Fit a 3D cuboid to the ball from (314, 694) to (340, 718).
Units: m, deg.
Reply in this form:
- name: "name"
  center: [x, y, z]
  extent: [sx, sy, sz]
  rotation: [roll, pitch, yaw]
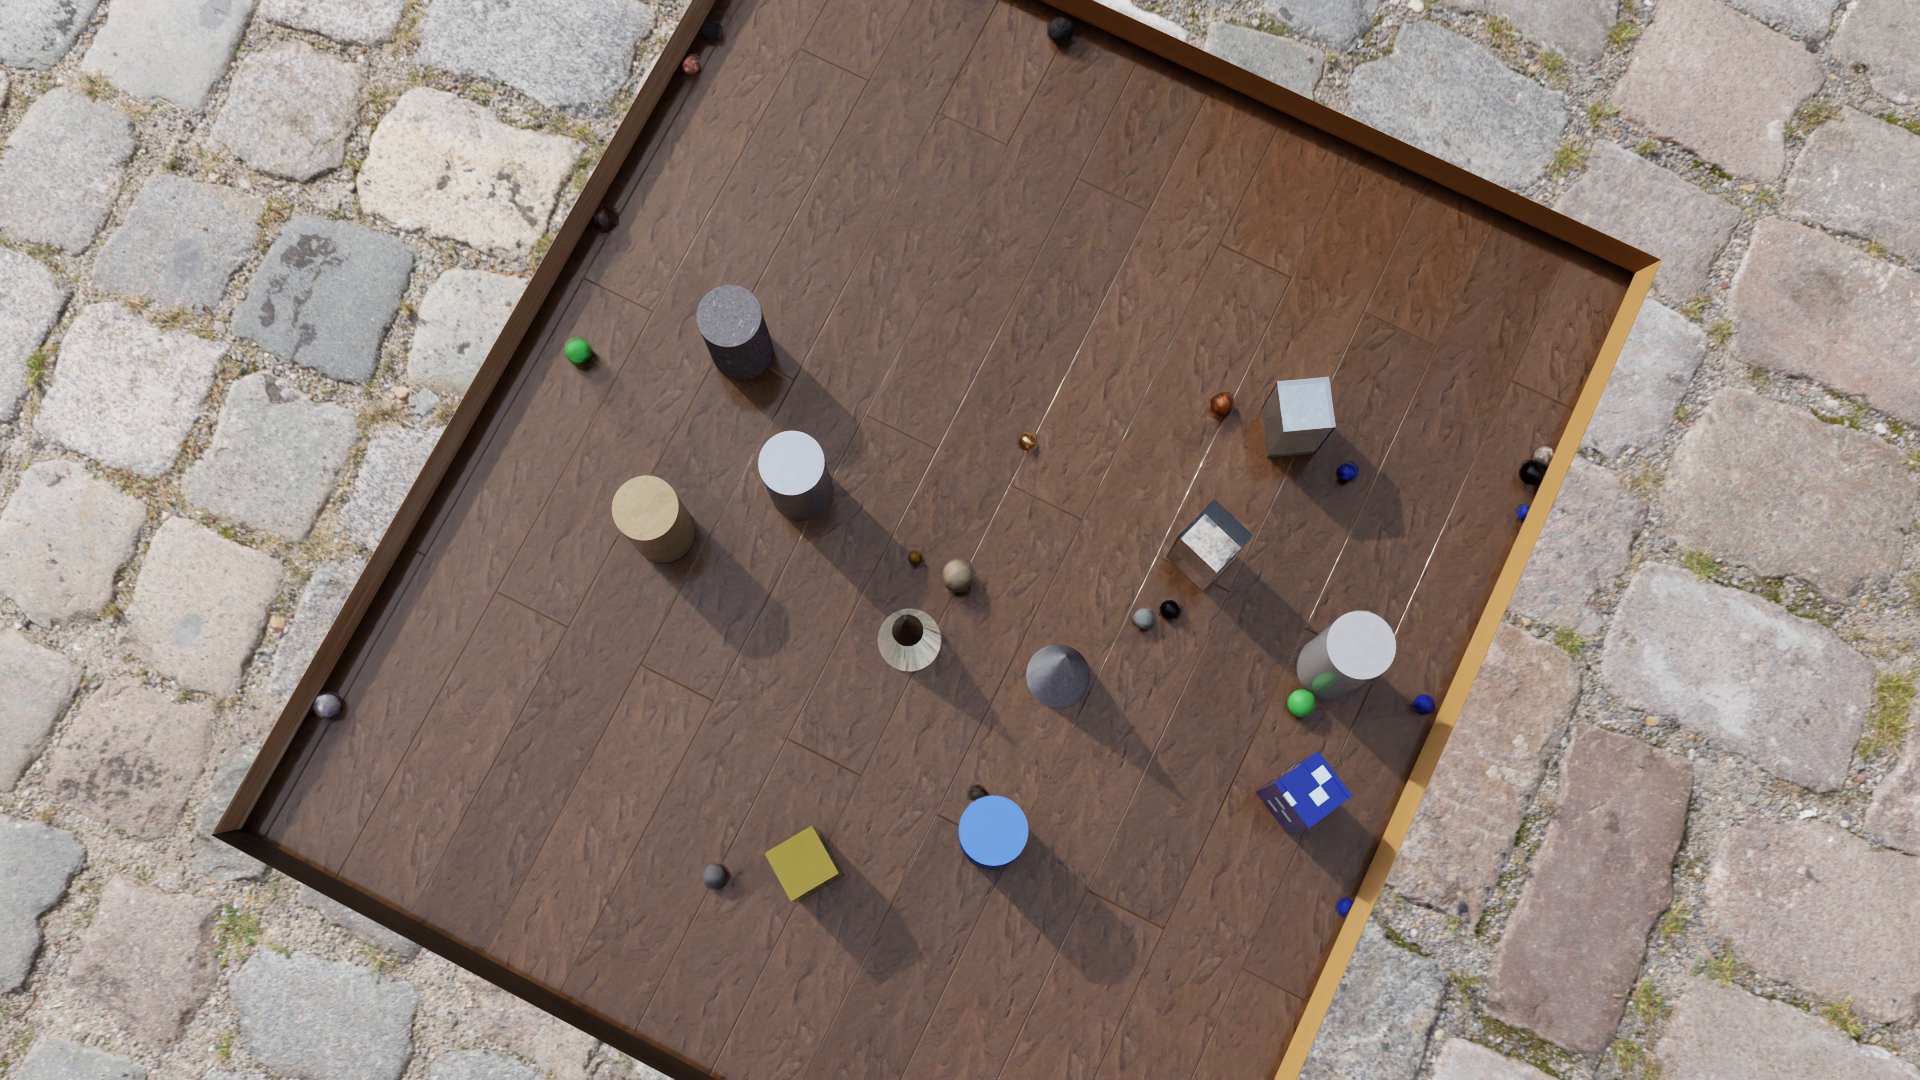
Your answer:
- name: "ball"
  center: [-1.892, 0.496, 5.475]
  extent: [0.077, 0.077, 0.077]
  rotation: [0, 78, 0]

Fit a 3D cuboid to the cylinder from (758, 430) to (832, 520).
- name: "cylinder"
  center: [-0.489, -0.189, 5.479]
  extent: [0.193, 0.345, 0.193]
  rotation: [0, 78, 0]

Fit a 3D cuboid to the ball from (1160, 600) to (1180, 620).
- name: "ball"
  center: [0.635, 0.211, 5.542]
  extent: [0.060, 0.060, 0.060]
  rotation: [0, 78, 0]

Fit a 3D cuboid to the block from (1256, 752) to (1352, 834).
- name: "block"
  center: [0.987, 0.732, 5.287]
  extent: [0.154, 0.349, 0.154]
  rotation: [-35, 81, -7]

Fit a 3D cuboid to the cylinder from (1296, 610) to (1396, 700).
- name: "cylinder"
  center: [1.113, 0.338, 5.308]
  extent: [0.193, 0.467, 0.193]
  rotation: [0, 78, 0]

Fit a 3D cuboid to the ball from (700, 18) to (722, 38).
- name: "ball"
  center: [-0.804, -1.655, 5.925]
  extent: [0.067, 0.067, 0.067]
  rotation: [0, 78, 0]

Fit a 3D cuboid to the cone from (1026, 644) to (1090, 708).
- name: "cone"
  center: [0.296, 0.365, 5.316]
  extent: [0.193, 0.440, 0.193]
  rotation: [0, 78, 0]

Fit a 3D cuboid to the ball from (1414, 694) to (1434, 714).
- name: "ball"
  center: [1.387, 0.492, 5.484]
  extent: [0.059, 0.059, 0.059]
  rotation: [0, 78, 0]

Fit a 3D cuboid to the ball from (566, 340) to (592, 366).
- name: "ball"
  center: [-1.185, -0.584, 5.696]
  extent: [0.080, 0.080, 0.080]
  rotation: [0, 78, 0]

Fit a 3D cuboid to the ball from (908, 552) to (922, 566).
- name: "ball"
  center: [-0.137, 0.058, 5.583]
  extent: [0.042, 0.042, 0.042]
  rotation: [0, 78, 0]

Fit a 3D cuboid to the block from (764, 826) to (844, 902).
- name: "block"
  center: [-0.445, 0.936, 5.283]
  extent: [0.154, 0.274, 0.154]
  rotation: [-30, 80, -6]

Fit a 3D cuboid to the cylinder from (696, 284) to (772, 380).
- name: "cylinder"
  center: [-0.682, -0.628, 5.575]
  extent: [0.193, 0.336, 0.193]
  rotation: [0, 78, 0]

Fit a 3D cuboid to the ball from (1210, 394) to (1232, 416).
- name: "ball"
  center: [0.808, -0.419, 5.668]
  extent: [0.070, 0.070, 0.070]
  rotation: [0, 78, 0]

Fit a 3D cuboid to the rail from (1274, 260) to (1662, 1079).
- name: "rail"
  center: [1.364, 0.675, 5.412]
  extent: [0.045, 0.125, 3.516]
  rotation: [26, 80, 5]

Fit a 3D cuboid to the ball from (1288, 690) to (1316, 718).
- name: "ball"
  center: [1.022, 0.488, 5.473]
  extent: [0.084, 0.084, 0.084]
  rotation: [0, 78, 0]

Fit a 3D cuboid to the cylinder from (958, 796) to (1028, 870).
- name: "cylinder"
  center: [0.093, 0.840, 5.246]
  extent: [0.193, 0.385, 0.193]
  rotation: [0, 78, 0]

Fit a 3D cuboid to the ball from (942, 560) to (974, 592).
- name: "ball"
  center: [-0.007, 0.109, 5.545]
  extent: [0.096, 0.096, 0.096]
  rotation: [0, 78, 0]

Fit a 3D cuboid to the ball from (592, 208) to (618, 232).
- name: "ball"
  center: [-1.122, -1.011, 5.786]
  extent: [0.077, 0.077, 0.077]
  rotation: [0, 78, 0]

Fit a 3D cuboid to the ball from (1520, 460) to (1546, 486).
- name: "ball"
  center: [1.755, -0.205, 5.620]
  extent: [0.076, 0.076, 0.076]
  rotation: [0, 78, 0]

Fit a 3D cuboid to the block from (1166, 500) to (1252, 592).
- name: "block"
  center: [0.739, 0.019, 5.455]
  extent: [0.154, 0.309, 0.154]
  rotation: [44, 82, 8]

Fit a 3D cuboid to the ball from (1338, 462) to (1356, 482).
- name: "ball"
  center: [1.188, -0.209, 5.631]
  extent: [0.056, 0.056, 0.056]
  rotation: [0, 78, 0]

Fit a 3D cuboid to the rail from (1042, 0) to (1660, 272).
- name: "rail"
  center: [0.776, -1.512, 5.864]
  extent: [3.098, 0.125, 0.045]
  rotation: [26, 80, 5]

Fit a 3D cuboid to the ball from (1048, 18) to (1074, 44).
- name: "ball"
  center: [0.326, -1.645, 5.915]
  extent: [0.082, 0.082, 0.082]
  rotation: [0, 78, 0]

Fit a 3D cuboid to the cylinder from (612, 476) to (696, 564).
- name: "cylinder"
  center: [-0.908, -0.058, 5.454]
  extent: [0.193, 0.342, 0.193]
  rotation: [0, 78, 0]

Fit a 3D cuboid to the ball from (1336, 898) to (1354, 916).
- name: "ball"
  center: [1.130, 1.074, 5.367]
  extent: [0.053, 0.053, 0.053]
  rotation: [0, 78, 0]

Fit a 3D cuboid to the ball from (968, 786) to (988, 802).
- name: "ball"
  center: [0.053, 0.754, 5.432]
  extent: [0.056, 0.056, 0.056]
  rotation: [0, 78, 0]

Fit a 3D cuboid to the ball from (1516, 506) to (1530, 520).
- name: "ball"
  center: [1.729, -0.083, 5.610]
  extent: [0.046, 0.046, 0.046]
  rotation: [0, 78, 0]

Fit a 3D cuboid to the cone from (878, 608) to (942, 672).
- name: "cone"
  center: [-0.153, 0.264, 5.367]
  extent: [0.193, 0.381, 0.193]
  rotation: [0, 78, 0]

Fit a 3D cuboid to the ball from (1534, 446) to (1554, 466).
- name: "ball"
  center: [1.797, -0.257, 5.638]
  extent: [0.062, 0.062, 0.062]
  rotation: [0, 78, 0]

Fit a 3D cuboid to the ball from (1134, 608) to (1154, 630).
- name: "ball"
  center: [0.555, 0.238, 5.534]
  extent: [0.065, 0.065, 0.065]
  rotation: [0, 78, 0]

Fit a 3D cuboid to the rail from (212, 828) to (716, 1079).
- name: "rail"
  center: [-0.776, 1.526, 5.236]
  extent: [3.098, 0.125, 0.045]
  rotation: [26, 80, 5]

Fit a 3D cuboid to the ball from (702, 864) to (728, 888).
- name: "ball"
  center: [-0.719, 0.985, 5.376]
  extent: [0.072, 0.072, 0.072]
  rotation: [0, 78, 0]

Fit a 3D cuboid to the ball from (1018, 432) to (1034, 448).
- name: "ball"
  center: [0.206, -0.306, 5.655]
  extent: [0.048, 0.048, 0.048]
  rotation: [0, 78, 0]

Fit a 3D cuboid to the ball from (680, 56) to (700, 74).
- name: "ball"
  center: [-0.869, -1.530, 5.903]
  extent: [0.059, 0.059, 0.059]
  rotation: [0, 78, 0]

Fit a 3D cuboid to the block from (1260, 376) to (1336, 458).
- name: "block"
  center: [1.018, -0.368, 5.536]
  extent: [0.154, 0.306, 0.154]
  rotation: [-5, 78, -1]

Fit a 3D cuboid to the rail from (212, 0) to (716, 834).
- name: "rail"
  center: [-1.364, -0.661, 5.688]
  extent: [0.045, 0.125, 3.516]
  rotation: [26, 80, 5]
